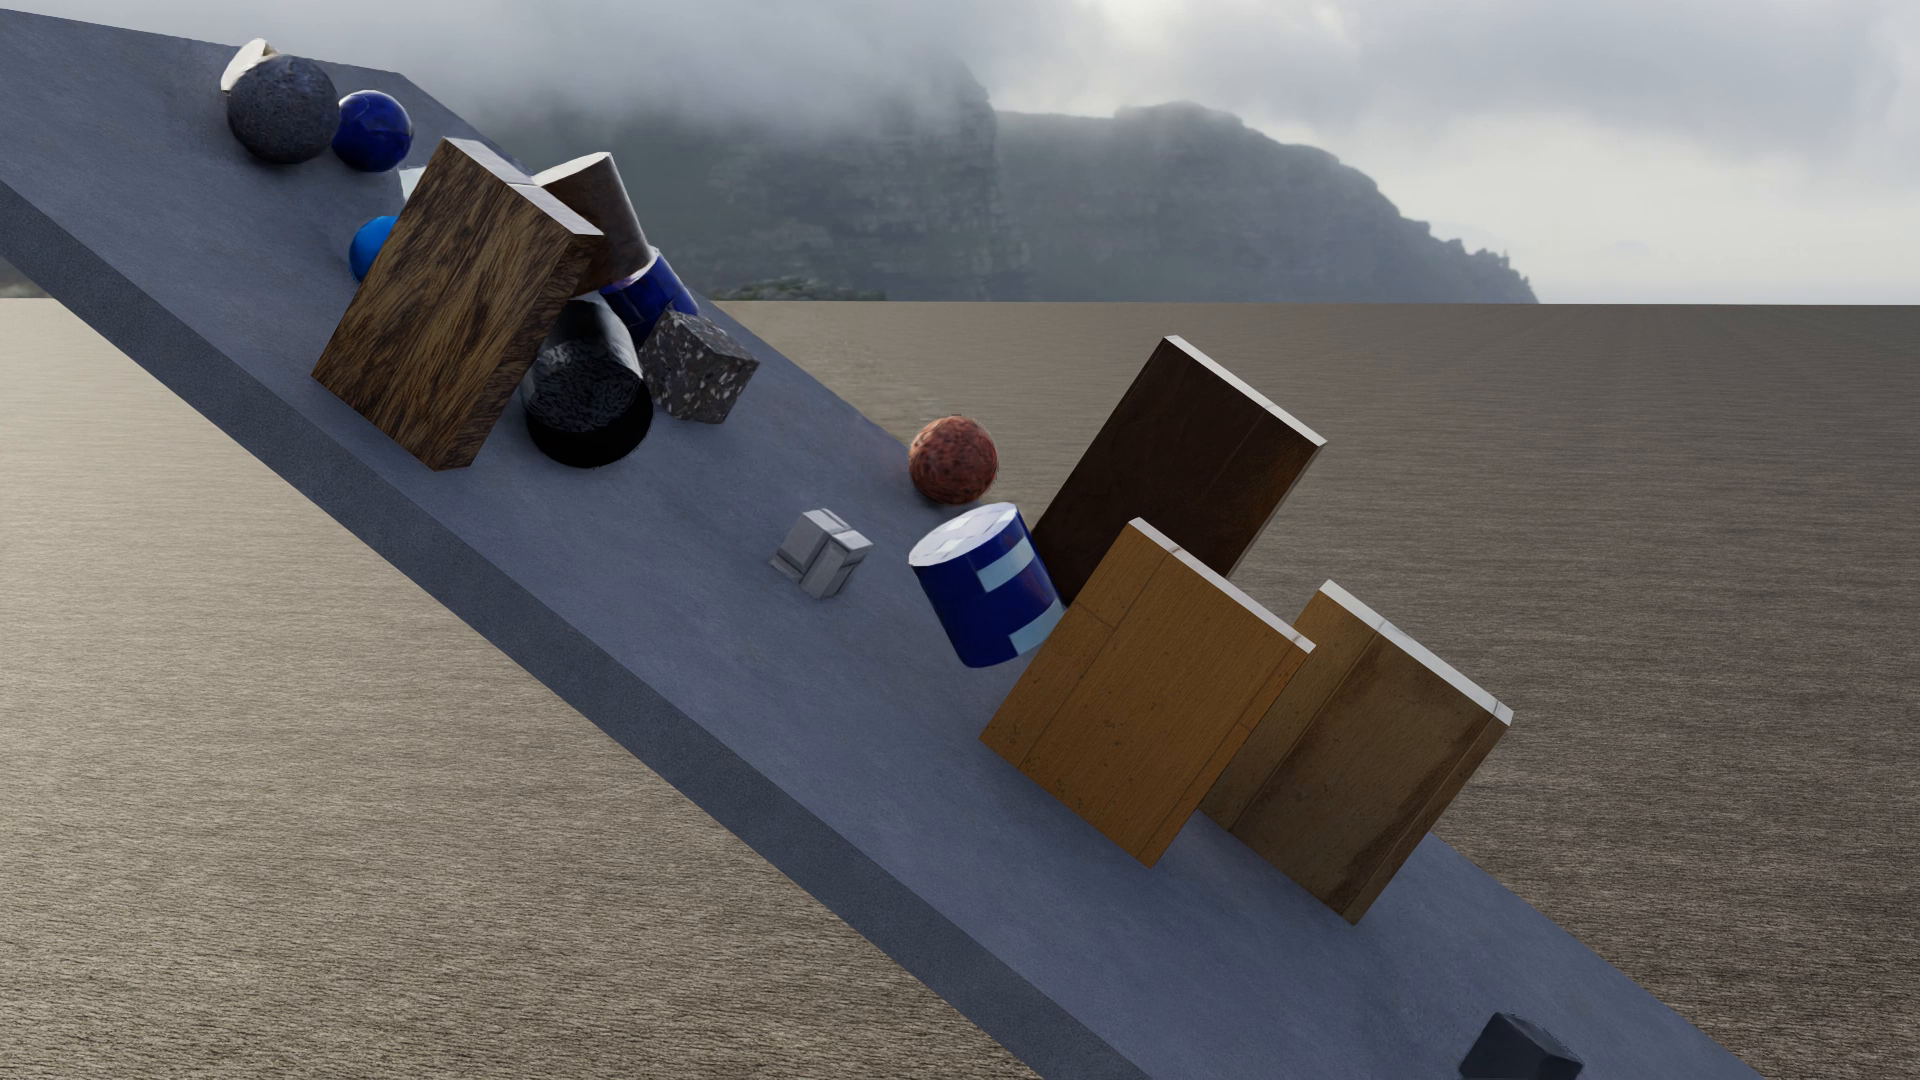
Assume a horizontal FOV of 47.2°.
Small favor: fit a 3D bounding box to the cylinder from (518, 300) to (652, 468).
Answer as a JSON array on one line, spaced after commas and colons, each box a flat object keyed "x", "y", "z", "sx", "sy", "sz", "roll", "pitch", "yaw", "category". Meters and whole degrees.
[{"x": -0.646, "y": -0.267, "z": 3.753, "sx": 0.210, "sy": 0.210, "sz": 0.210, "roll": -2, "pitch": 34, "yaw": -18, "category": "cylinder"}]

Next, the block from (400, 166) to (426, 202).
[{"x": -0.941, "y": -0.594, "z": 4.112, "sx": 0.173, "sy": 0.173, "sz": 0.173, "roll": -11, "pitch": 30, "yaw": -13, "category": "block"}]

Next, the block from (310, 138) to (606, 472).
[{"x": -0.773, "y": -0.360, "z": 3.379, "sx": 0.258, "sy": 0.435, "sz": 0.106, "roll": 37, "pitch": 15, "yaw": 10, "category": "block"}]

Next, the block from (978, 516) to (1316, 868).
[{"x": 0.308, "y": 0.255, "z": 3.671, "sx": 0.362, "sy": 0.456, "sz": 0.085, "roll": 37, "pitch": 15, "yaw": 10, "category": "block"}]

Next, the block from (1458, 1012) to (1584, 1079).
[{"x": 0.919, "y": 0.865, "z": 3.605, "sx": 0.117, "sy": 0.117, "sz": 0.117, "roll": 25, "pitch": 9, "yaw": -41, "category": "block"}]

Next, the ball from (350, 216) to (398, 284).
[{"x": -1.006, "y": -0.501, "z": 3.890, "sx": 0.144, "sy": 0.144, "sz": 0.144, "roll": 0, "pitch": 7, "yaw": 0, "category": "ball"}]

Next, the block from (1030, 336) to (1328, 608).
[{"x": 0.439, "y": -0.076, "z": 4.682, "sx": 0.392, "sy": 0.597, "sz": 0.141, "roll": 37, "pitch": 15, "yaw": 10, "category": "block"}]

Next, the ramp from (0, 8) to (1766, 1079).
[{"x": -0.108, "y": 0.186, "z": 4.090, "sx": 4.000, "sy": 0.100, "sz": 2.000, "roll": 37, "pitch": 15, "yaw": 10, "category": "ramp"}]

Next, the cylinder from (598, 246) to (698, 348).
[{"x": -0.641, "y": -0.498, "z": 4.519, "sx": 0.149, "sy": 0.149, "sz": 0.149, "roll": -24, "pitch": 33, "yaw": 17, "category": "cylinder"}]

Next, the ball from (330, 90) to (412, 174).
[{"x": -1.195, "y": -0.828, "z": 4.458, "sx": 0.166, "sy": 0.166, "sz": 0.166, "roll": 0, "pitch": 7, "yaw": 0, "category": "ball"}]

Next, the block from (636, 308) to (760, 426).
[{"x": -0.528, "y": -0.341, "z": 4.356, "sx": 0.154, "sy": 0.154, "sz": 0.154, "roll": 41, "pitch": 17, "yaw": 25, "category": "block"}]

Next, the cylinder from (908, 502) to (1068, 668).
[{"x": 0.048, "y": 0.076, "z": 3.748, "sx": 0.204, "sy": 0.204, "sz": 0.204, "roll": -25, "pitch": 18, "yaw": 8, "category": "cylinder"}]

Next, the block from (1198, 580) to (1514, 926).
[{"x": 0.703, "y": 0.388, "z": 4.047, "sx": 0.411, "sy": 0.468, "sz": 0.140, "roll": 37, "pitch": 15, "yaw": 10, "category": "block"}]

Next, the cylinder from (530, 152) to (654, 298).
[{"x": -0.656, "y": -0.542, "z": 3.791, "sx": 0.195, "sy": 0.195, "sz": 0.195, "roll": -18, "pitch": 19, "yaw": 7, "category": "cylinder"}]

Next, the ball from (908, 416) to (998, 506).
[{"x": -0.016, "y": -0.172, "z": 4.813, "sx": 0.195, "sy": 0.195, "sz": 0.195, "roll": 0, "pitch": 7, "yaw": 0, "category": "ball"}]

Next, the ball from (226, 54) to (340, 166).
[{"x": -1.281, "y": -0.816, "z": 4.168, "sx": 0.207, "sy": 0.207, "sz": 0.207, "roll": 0, "pitch": 7, "yaw": 0, "category": "ball"}]

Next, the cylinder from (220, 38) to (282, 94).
[{"x": -1.367, "y": -0.901, "z": 4.349, "sx": 0.129, "sy": 0.129, "sz": 0.129, "roll": 7, "pitch": -24, "yaw": 46, "category": "cylinder"}]

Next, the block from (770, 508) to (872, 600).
[{"x": -0.245, "y": 0.024, "z": 3.904, "sx": 0.110, "sy": 0.110, "sz": 0.110, "roll": 37, "pitch": 16, "yaw": 12, "category": "block"}]
